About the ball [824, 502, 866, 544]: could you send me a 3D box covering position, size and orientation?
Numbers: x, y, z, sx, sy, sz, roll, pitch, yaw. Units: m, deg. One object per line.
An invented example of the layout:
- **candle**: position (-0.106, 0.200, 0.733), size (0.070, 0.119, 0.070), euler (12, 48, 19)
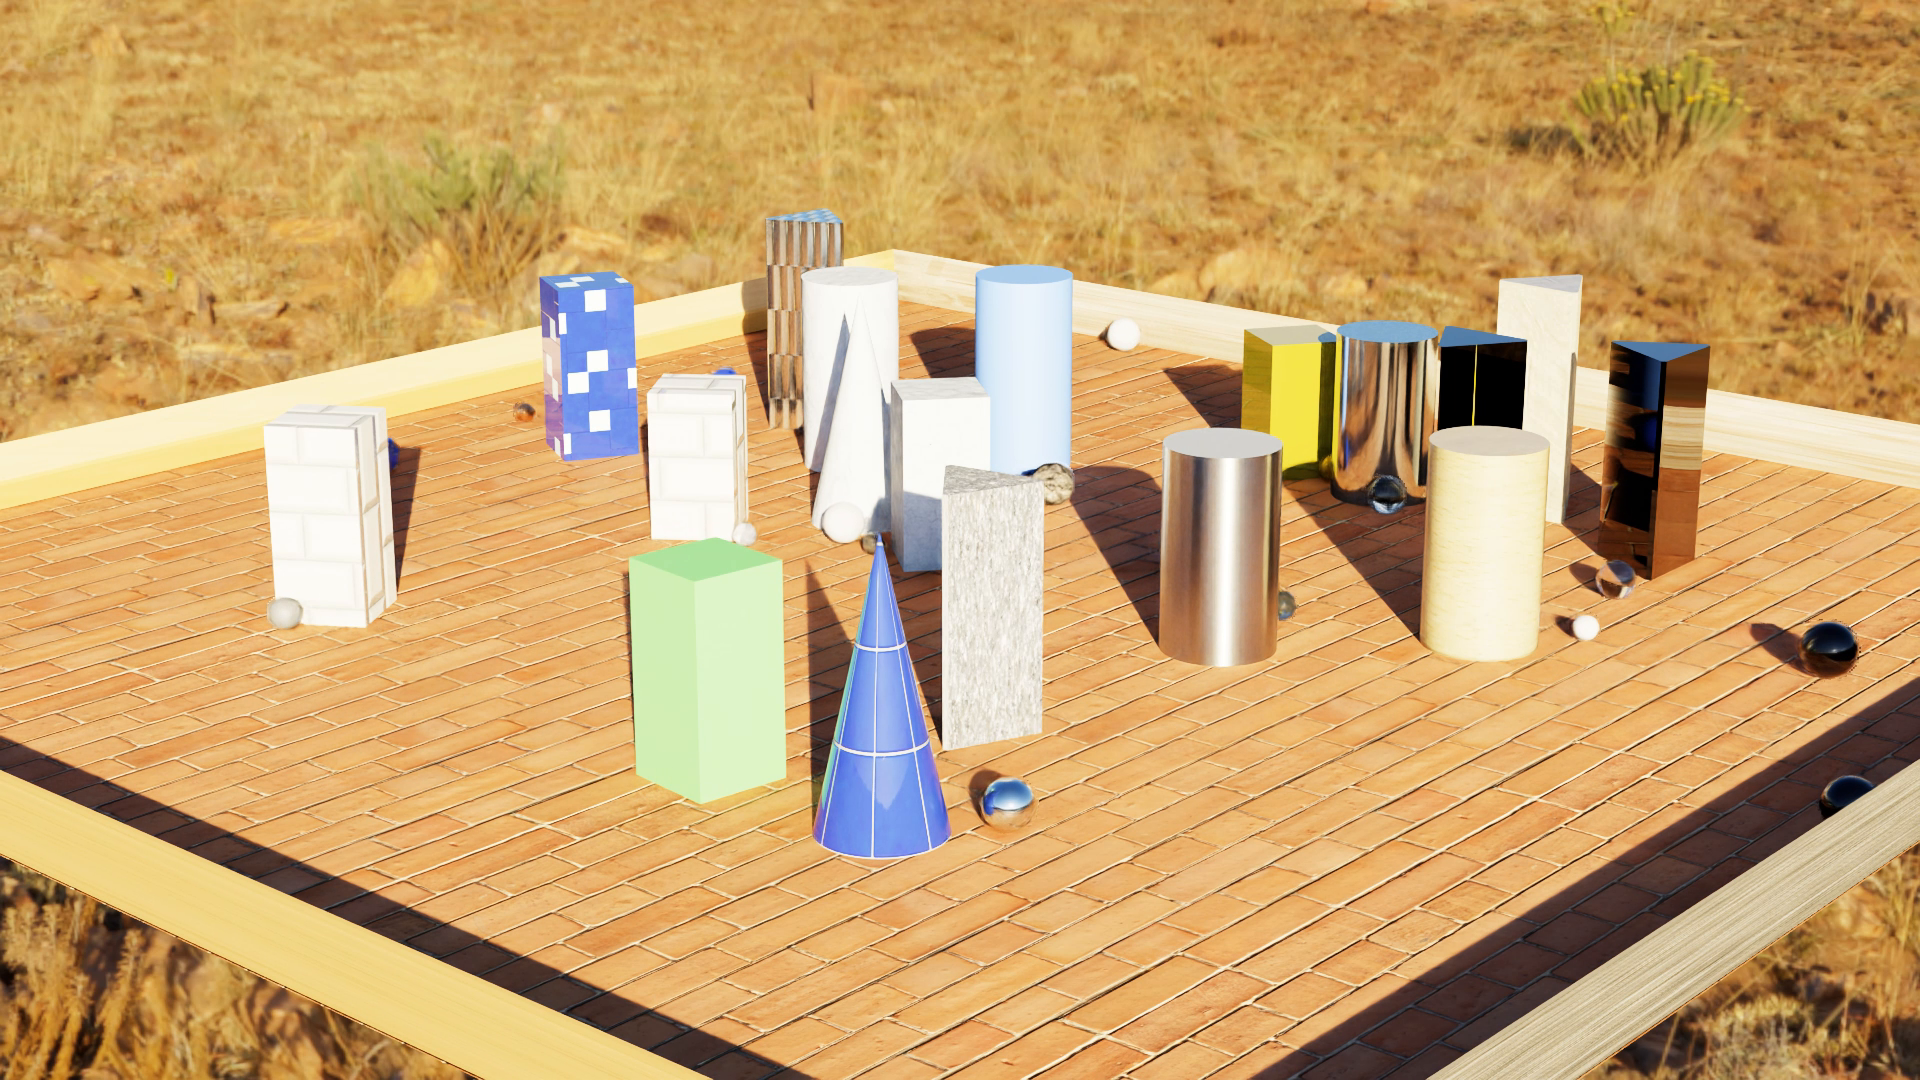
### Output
- **ball**: position (-0.214, -0.033, 5.422), size (0.078, 0.078, 0.078), euler (0, 17, 0)

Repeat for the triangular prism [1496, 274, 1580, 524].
- **triangular prism**: position (1.130, -0.277, 5.595), size (0.169, 0.445, 0.146), euler (16, 23, 42)

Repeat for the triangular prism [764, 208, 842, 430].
- **triangular prism**: position (-0.306, -0.469, 6.226), size (0.169, 0.449, 0.146), euler (5, 17, 15)

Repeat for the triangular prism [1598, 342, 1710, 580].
- **triangular prism**: position (1.223, -0.152, 5.260), size (0.146, 0.399, 0.169), euler (14, 22, 38)

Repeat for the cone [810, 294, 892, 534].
- **cone**: position (-0.186, -0.252, 5.512), size (0.195, 0.446, 0.195), euler (0, 17, 0)

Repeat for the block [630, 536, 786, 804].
- **block**: position (-0.365, 0.186, 4.253), size (0.156, 0.334, 0.156), euler (-14, 22, -40)

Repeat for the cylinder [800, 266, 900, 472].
- **cylinder**: position (-0.220, -0.343, 5.916), size (0.195, 0.386, 0.195), euler (0, 17, 0)

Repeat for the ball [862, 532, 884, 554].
- **ball**: position (-0.158, 0.007, 5.356), size (0.040, 0.040, 0.040), euler (0, 17, 0)

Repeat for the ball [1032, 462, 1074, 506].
- **ball**: position (0.178, -0.108, 5.663), size (0.084, 0.084, 0.084), euler (0, 17, 0)

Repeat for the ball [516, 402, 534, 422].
- **ball**: position (-0.932, -0.273, 6.284), size (0.041, 0.041, 0.041), euler (0, 17, 0)

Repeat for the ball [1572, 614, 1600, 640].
- **ball**: position (1.043, 0.146, 4.889), size (0.044, 0.044, 0.044), euler (0, 17, 0)

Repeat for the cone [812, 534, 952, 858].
- **cone**: position (-0.109, 0.198, 4.033), size (0.195, 0.438, 0.195), euler (0, 17, 0)

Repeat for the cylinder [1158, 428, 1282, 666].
- **cylinder**: position (0.427, 0.010, 4.809), size (0.195, 0.350, 0.195), euler (0, 17, 0)

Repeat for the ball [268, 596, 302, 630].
- **ball**: position (-1.137, 0.124, 4.943), size (0.055, 0.055, 0.055), euler (0, 17, 0)

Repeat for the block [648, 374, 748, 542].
- **block**: position (-0.488, -0.156, 5.482), size (0.156, 0.278, 0.156), euler (2, 17, 5)

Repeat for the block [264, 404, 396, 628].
- **block**: position (-1.070, -0.043, 4.994), size (0.156, 0.344, 0.156), euler (3, 17, 9)

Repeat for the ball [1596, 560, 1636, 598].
- **ball**: position (1.142, 0.068, 5.104), size (0.069, 0.069, 0.069), euler (0, 17, 0)

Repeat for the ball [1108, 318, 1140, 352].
- **ball**: position (0.387, -0.485, 6.920), size (0.079, 0.079, 0.079), euler (0, 17, 0)

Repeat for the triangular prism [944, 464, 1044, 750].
- **triangular prism**: position (0.017, 0.095, 4.445), size (0.169, 0.398, 0.146), euler (-9, 19, -27)

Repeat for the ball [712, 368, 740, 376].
- **ball**: position (-0.513, -0.336, 6.421), size (0.082, 0.082, 0.082), euler (0, 17, 0)

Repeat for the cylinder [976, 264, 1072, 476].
- **cylinder**: position (0.128, -0.344, 5.914), size (0.195, 0.390, 0.195), euler (0, 17, 0)

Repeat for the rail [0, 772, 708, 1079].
- **rail**: position (-1.130, 0.408, 3.874), size (3.483, 0.127, 0.045), euler (14, 22, 39)

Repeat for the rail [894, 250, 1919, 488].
- **rail**: position (1.130, -0.344, 6.366), size (3.483, 0.127, 0.045), euler (14, 22, 39)

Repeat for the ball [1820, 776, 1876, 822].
- **ball**: position (1.240, 0.369, 4.080), size (0.084, 0.084, 0.084), euler (0, 17, 0)

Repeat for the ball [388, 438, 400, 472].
- **ball**: position (-1.162, -0.171, 5.881), size (0.078, 0.078, 0.078), euler (0, 17, 0)

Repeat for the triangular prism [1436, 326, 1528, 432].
- **triangular prism**: position (0.893, -0.159, 5.239), size (0.169, 0.425, 0.146), euler (-5, 17, -16)

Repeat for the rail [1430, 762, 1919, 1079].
- **rail**: position (1.297, 0.357, 4.042), size (0.045, 0.127, 3.495), euler (14, 22, 39)

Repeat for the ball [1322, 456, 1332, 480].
- **ball**: position (0.745, -0.143, 5.831), size (0.053, 0.053, 0.053), euler (0, 17, 0)

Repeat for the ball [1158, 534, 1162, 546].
- **ball**: position (0.401, 0.006, 5.279), size (0.086, 0.086, 0.086), euler (0, 17, 0)

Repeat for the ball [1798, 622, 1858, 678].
- **ball**: position (1.393, 0.177, 4.704), size (0.092, 0.092, 0.092), euler (0, 17, 0)

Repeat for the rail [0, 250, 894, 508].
- **rail**: position (-1.297, -0.293, 6.198), size (0.045, 0.127, 3.495), euler (14, 22, 39)

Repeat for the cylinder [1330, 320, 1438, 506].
- **cylinder**: position (0.824, -0.246, 5.701), size (0.195, 0.326, 0.195), euler (0, 17, 0)

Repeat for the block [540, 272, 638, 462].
- **block**: position (-0.762, -0.358, 6.025), size (0.156, 0.353, 0.156), euler (-7, 18, -21)

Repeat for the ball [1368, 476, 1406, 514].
- **ball**: position (0.815, -0.085, 5.606), size (0.072, 0.072, 0.072), euler (0, 17, 0)

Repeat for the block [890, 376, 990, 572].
- **block**: position (-0.036, -0.120, 5.299), size (0.156, 0.316, 0.156), euler (-3, 17, -9)

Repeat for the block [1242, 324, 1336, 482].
- **block**: position (0.667, -0.276, 5.882), size (0.156, 0.278, 0.156), euler (-5, 17, -15)

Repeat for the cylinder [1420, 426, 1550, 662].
- **cylinder**: position (0.864, 0.004, 4.833), size (0.195, 0.347, 0.195), euler (0, 17, 0)

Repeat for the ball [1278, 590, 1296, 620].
- **ball**: position (0.547, 0.111, 4.990), size (0.052, 0.052, 0.052), euler (0, 17, 0)

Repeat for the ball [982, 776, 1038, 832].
- **ball**: position (0.069, 0.369, 4.089), size (0.078, 0.078, 0.078), euler (0, 17, 0)

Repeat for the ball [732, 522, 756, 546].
- **ball**: position (-0.397, -0.010, 5.402), size (0.046, 0.046, 0.046), euler (0, 17, 0)
